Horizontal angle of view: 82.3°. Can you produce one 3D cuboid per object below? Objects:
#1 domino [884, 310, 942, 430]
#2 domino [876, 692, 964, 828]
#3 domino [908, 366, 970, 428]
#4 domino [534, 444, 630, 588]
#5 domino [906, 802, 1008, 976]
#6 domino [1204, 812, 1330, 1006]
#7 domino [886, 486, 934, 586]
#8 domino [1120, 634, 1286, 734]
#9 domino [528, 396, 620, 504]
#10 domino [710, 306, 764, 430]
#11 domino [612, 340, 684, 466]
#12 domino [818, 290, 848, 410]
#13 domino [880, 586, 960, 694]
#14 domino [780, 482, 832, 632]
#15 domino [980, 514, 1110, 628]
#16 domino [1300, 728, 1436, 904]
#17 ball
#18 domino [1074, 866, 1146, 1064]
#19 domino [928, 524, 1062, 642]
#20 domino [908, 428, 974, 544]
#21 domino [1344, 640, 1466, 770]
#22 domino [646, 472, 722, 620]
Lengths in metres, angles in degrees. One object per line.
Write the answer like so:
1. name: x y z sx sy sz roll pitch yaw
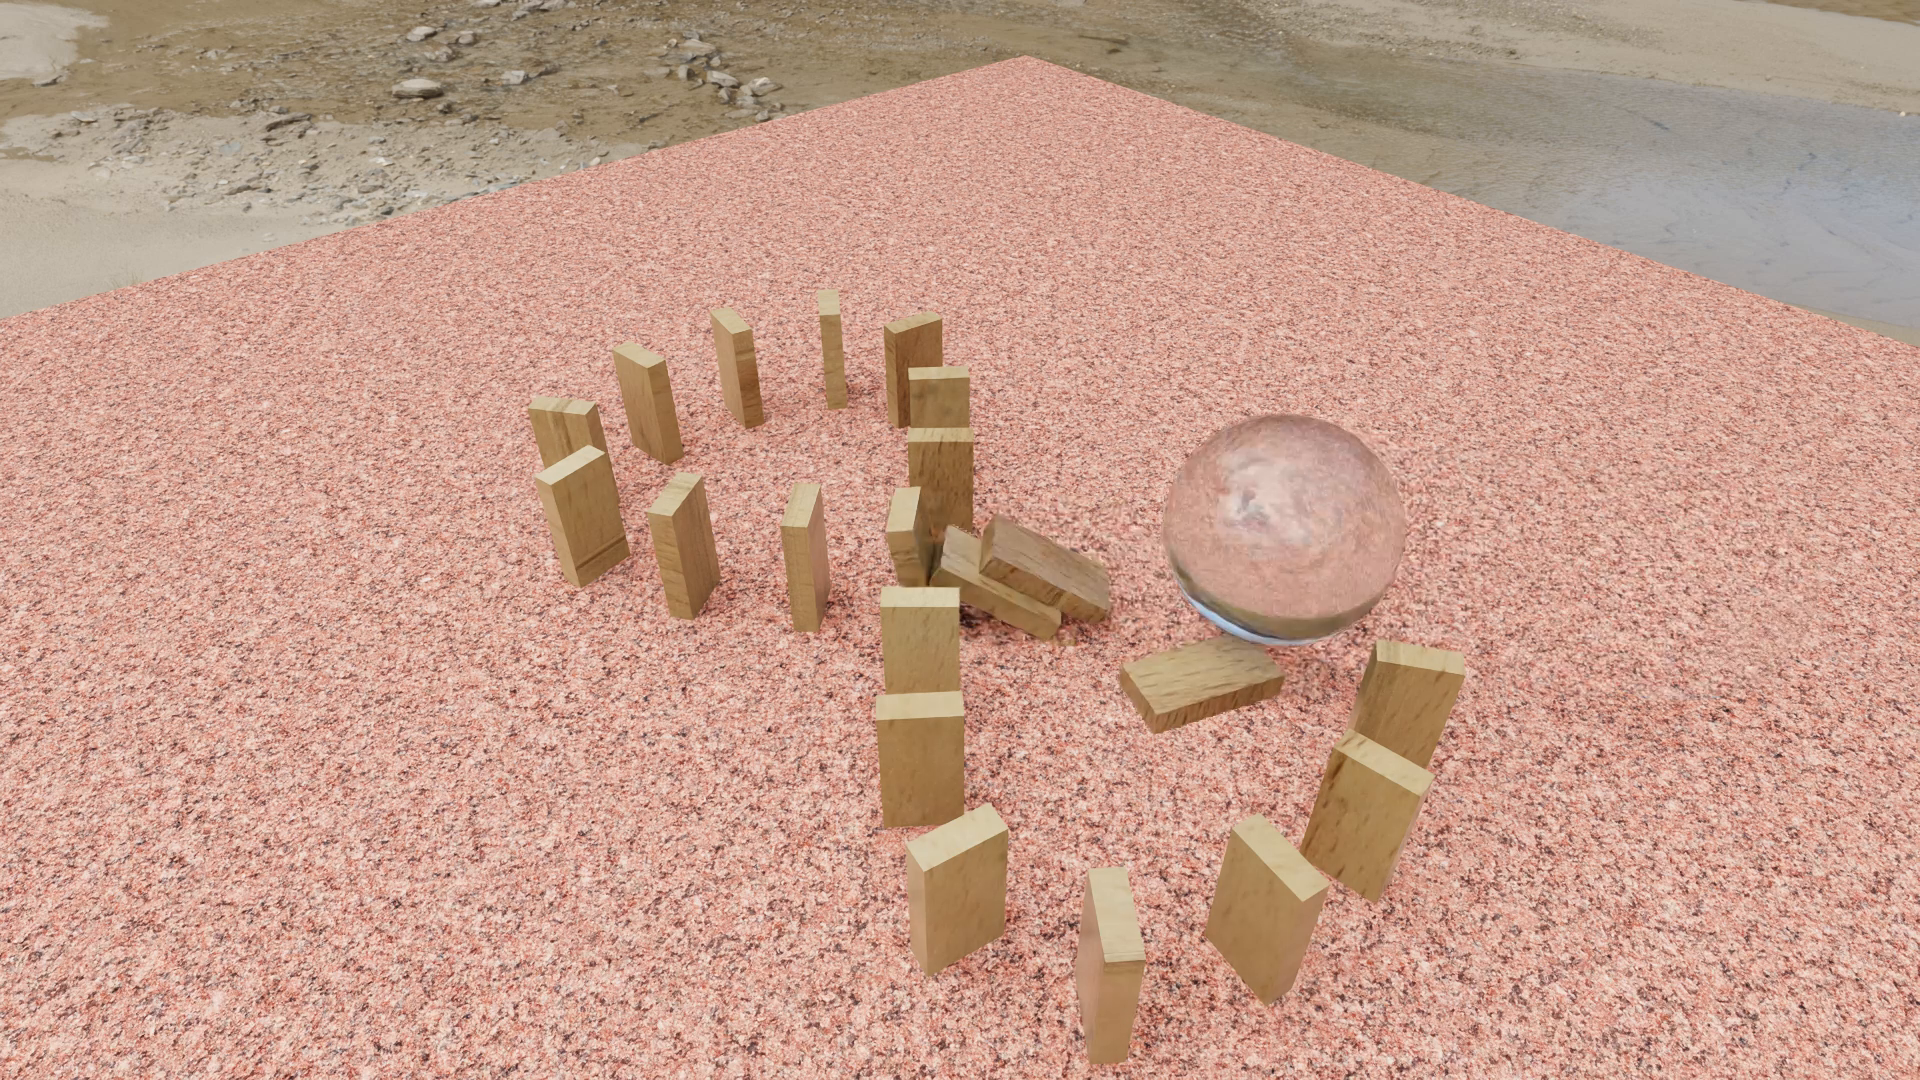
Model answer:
1. domino: -0.021 -0.078 0.507 0.025 0.050 0.009 -23 45 -26
2. domino: -0.012 0.067 0.330 0.025 0.050 0.009 -2 39 -3
3. domino: -0.009 -0.050 0.473 0.025 0.050 0.010 -3 39 -3
4. domino: -0.144 -0.009 0.422 0.009 0.050 0.025 24 45 27
5. domino: -0.001 0.095 0.296 0.025 0.050 0.009 -21 44 -24
6. domino: 0.080 0.098 0.291 0.010 0.050 0.025 -21 44 -24
7. domino: -0.016 0.008 0.401 0.009 0.050 0.025 -4 38 10
8. domino: 0.084 0.049 0.384 0.050 0.010 0.025 -14 41 -16
9. domino: -0.159 -0.034 0.453 0.025 0.050 0.009 7 40 9
10. domino: -0.103 -0.079 0.508 0.009 0.050 0.025 -22 44 -25
11. domino: -0.137 -0.060 0.485 0.025 0.050 0.009 29 47 30
12. domino: -0.060 -0.090 0.522 0.009 0.050 0.025 -5 40 -6
13. domino: -0.013 0.037 0.366 0.025 0.050 0.010 0 39 0
14. domino: -0.056 0.007 0.403 0.009 0.050 0.025 3 39 4
15. domino: 0.032 0.011 0.409 0.050 0.009 0.025 26 36 -15
16. domino: 0.115 0.079 0.314 0.025 0.050 0.009 29 48 31
17. ball: 0.111 -0.003 0.380 0.080 0.080 0.080 0 39 0
18. domino: 0.037 0.109 0.279 0.009 0.050 0.025 -3 39 -3
19. domino: 0.014 0.016 0.406 0.050 0.010 0.025 26 36 -14
20. domino: -0.007 -0.021 0.437 0.025 0.050 0.009 0 39 0
21. domino: 0.138 0.054 0.345 0.025 0.050 0.009 9 40 11
22. domino: -0.102 0.003 0.408 0.010 0.050 0.025 10 40 11
